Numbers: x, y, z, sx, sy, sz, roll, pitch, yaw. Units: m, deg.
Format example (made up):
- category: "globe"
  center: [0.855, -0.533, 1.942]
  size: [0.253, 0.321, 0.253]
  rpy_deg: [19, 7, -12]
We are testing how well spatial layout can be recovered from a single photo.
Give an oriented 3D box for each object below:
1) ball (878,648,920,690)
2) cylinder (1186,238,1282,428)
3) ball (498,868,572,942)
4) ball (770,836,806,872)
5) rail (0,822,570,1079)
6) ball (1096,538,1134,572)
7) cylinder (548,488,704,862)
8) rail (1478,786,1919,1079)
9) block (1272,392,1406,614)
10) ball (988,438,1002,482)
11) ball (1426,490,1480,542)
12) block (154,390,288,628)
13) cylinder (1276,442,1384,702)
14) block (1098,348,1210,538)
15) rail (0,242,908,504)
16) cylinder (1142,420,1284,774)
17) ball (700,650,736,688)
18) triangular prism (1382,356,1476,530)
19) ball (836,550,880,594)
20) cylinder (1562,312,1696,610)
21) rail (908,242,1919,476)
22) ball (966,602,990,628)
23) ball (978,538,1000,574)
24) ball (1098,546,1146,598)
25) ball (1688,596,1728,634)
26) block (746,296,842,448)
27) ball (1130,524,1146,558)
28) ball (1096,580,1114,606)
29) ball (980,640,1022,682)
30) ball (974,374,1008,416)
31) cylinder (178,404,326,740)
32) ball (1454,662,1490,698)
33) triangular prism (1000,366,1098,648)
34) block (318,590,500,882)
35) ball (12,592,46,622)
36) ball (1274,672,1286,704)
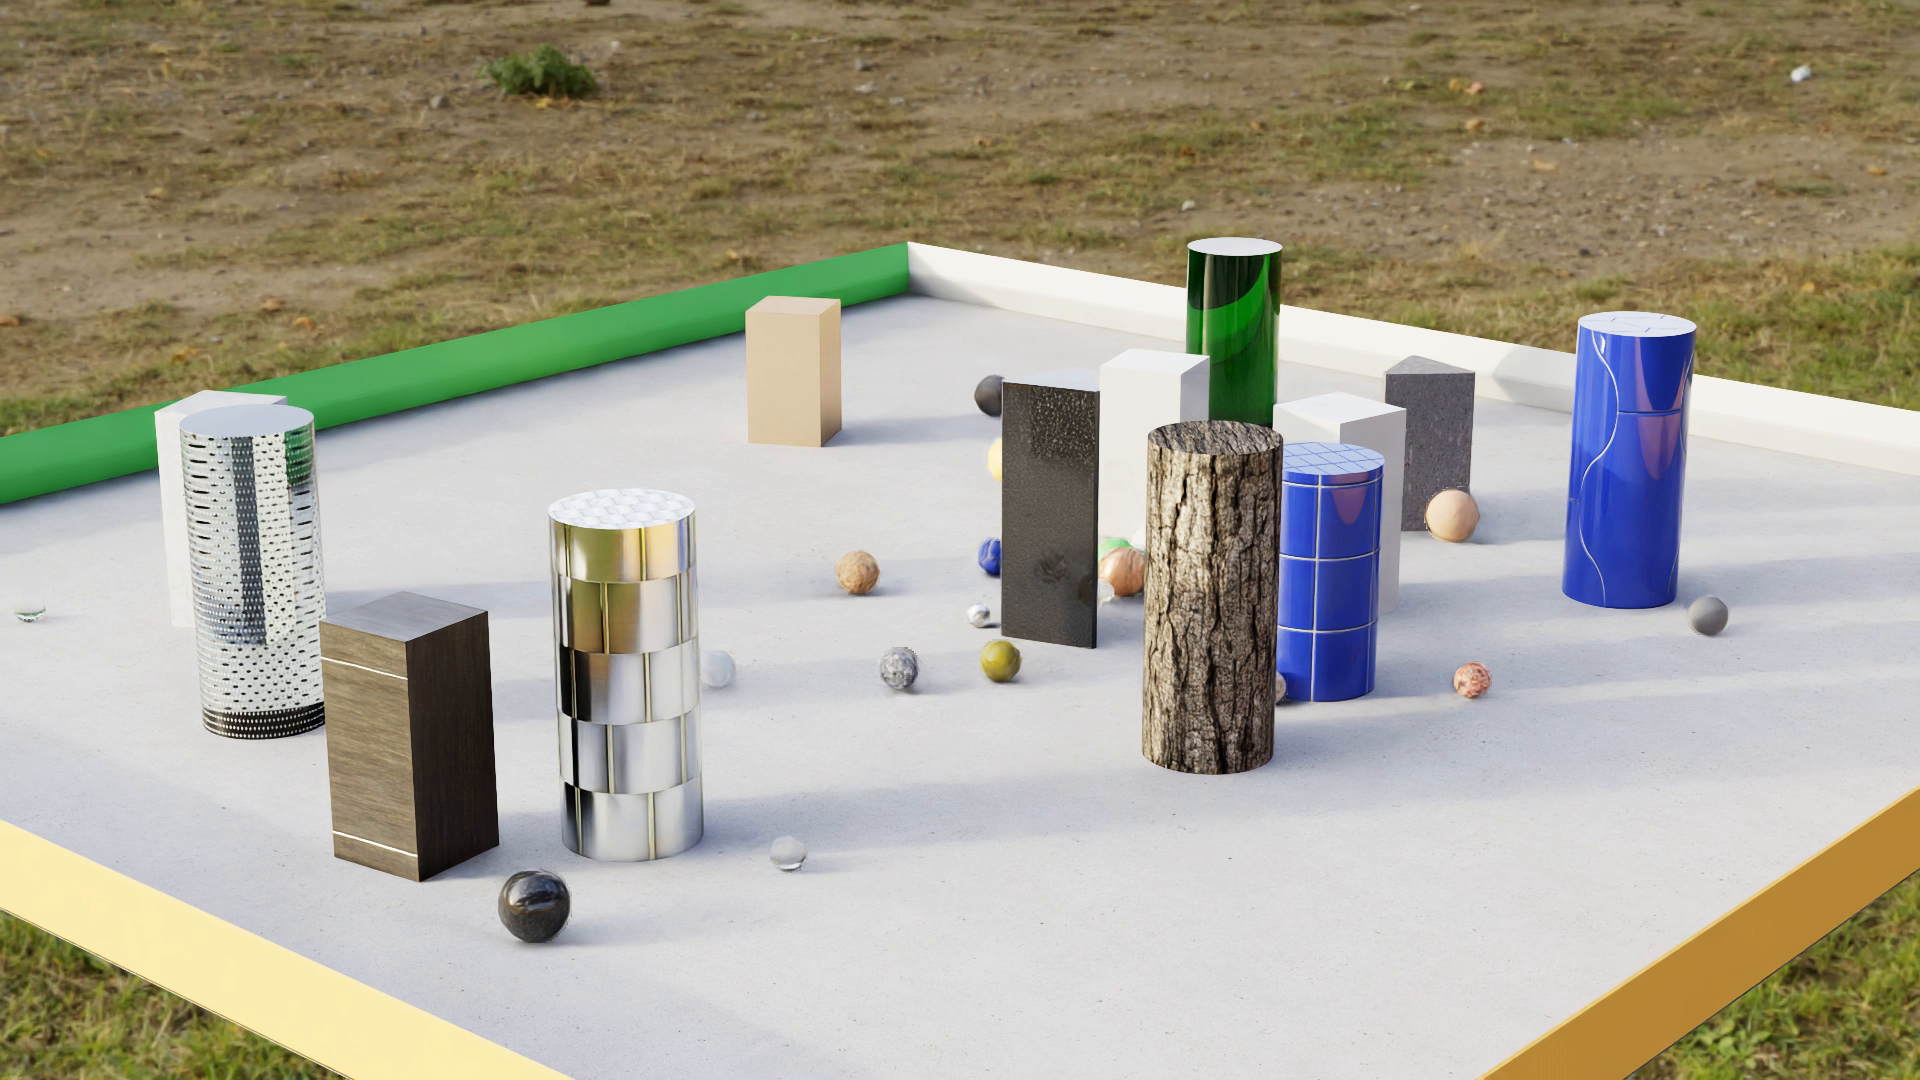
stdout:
- category: "ball"
  center: [-0.097, 0.205, 4.661]
  size: [0.065, 0.065, 0.065]
  rpy_deg: [0, 17, 0]
- category: "cylinder"
  center: [0.575, -0.426, 6.185]
  size: [0.198, 0.393, 0.198]
  rpy_deg: [0, 17, 0]
- category: "ball"
  center: [-0.544, 0.466, 3.745]
  size: [0.093, 0.093, 0.093]
  rpy_deg: [0, 17, 0]
- category: "ball"
  center: [-0.233, 0.424, 3.960]
  size: [0.049, 0.049, 0.049]
  rpy_deg: [0, 17, 0]
- category: "rail"
  center: [-1.194, 0.429, 3.803]
  size: [3.562, 0.128, 0.045]
  rpy_deg: [14, 22, 39]
- category: "ball"
  center: [0.277, 0.036, 5.195]
  size: [0.079, 0.079, 0.079]
  rpy_deg: [0, 17, 0]
- category: "cylinder"
  center: [-0.456, 0.184, 4.021]
  size: [0.198, 0.474, 0.198]
  rpy_deg: [0, 17, 0]
- category: "rail"
  center: [1.327, 0.365, 4.017]
  size: [0.045, 0.128, 3.689]
  rpy_deg: [14, 22, 39]
- category: "block"
  center: [0.643, -0.054, 5.014]
  size: [0.158, 0.357, 0.158]
  rpy_deg: [-13, 21, -36]
- category: "ball"
  center: [0.103, -0.158, 5.804]
  size: [0.099, 0.099, 0.099]
  rpy_deg: [0, 17, 0]
- category: "ball"
  center: [0.914, -0.046, 5.437]
  size: [0.097, 0.097, 0.097]
  rpy_deg: [0, 17, 0]
- category: "block"
  center: [-1.238, -0.049, 4.968]
  size: [0.158, 0.373, 0.158]
  rpy_deg: [5, 17, 16]
- category: "cylinder"
  center: [0.566, 0.049, 4.645]
  size: [0.198, 0.371, 0.198]
  rpy_deg: [0, 17, 0]
- category: "block"
  center: [0.362, -0.177, 5.482]
  size: [0.158, 0.323, 0.158]
  rpy_deg: [7, 18, 23]
- category: "rail"
  center: [-1.327, -0.300, 6.223]
  size: [0.045, 0.128, 3.689]
  rpy_deg: [14, 22, 39]
- category: "cylinder"
  center: [0.371, 0.084, 4.332]
  size: [0.198, 0.487, 0.198]
  rpy_deg: [0, 17, 0]
- category: "ball"
  center: [-0.386, 0.205, 4.665]
  size: [0.061, 0.061, 0.061]
  rpy_deg: [0, 17, 0]
- category: "triangular prism"
  center: [0.865, -0.185, 5.539]
  size: [0.171, 0.304, 0.148]
  rpy_deg: [-1, 17, -3]
- category: "ball"
  center: [-0.179, 0.056, 5.136]
  size: [0.076, 0.076, 0.076]
  rpy_deg: [0, 17, 0]
- category: "cylinder"
  center: [1.157, -0.139, 5.080]
  size: [0.198, 0.481, 0.198]
  rpy_deg: [0, 17, 0]
- category: "rail"
  center: [1.194, -0.365, 6.436]
  size: [3.562, 0.128, 0.045]
  rpy_deg: [14, 22, 39]
- category: "ball"
  center: [0.032, 0.127, 4.961]
  size: [0.041, 0.041, 0.041]
  rpy_deg: [0, 17, 0]
- category: "ball"
  center: [0.062, 0.030, 5.244]
  size: [0.064, 0.064, 0.064]
  rpy_deg: [0, 17, 0]
- category: "ball"
  center: [0.285, 0.055, 5.113]
  size: [0.090, 0.090, 0.090]
  rpy_deg: [0, 17, 0]
- category: "ball"
  center: [1.257, 0.126, 4.921]
  size: [0.065, 0.065, 0.065]
  rpy_deg: [0, 17, 0]
- category: "block"
  center: [-0.347, -0.354, 6.140]
  size: [0.158, 0.281, 0.158]
  rpy_deg: [4, 17, 13]
- category: "ball"
  center: [0.351, 0.015, 5.239]
  size: [0.094, 0.094, 0.094]
  rpy_deg: [0, 17, 0]
- category: "ball"
  center: [0.244, 0.091, 5.072]
  size: [0.046, 0.046, 0.046]
  rpy_deg: [0, 17, 0]
- category: "ball"
  center: [0.066, 0.194, 4.696]
  size: [0.066, 0.066, 0.066]
  rpy_deg: [0, 17, 0]
- category: "ball"
  center: [0.076, -0.312, 6.333]
  size: [0.090, 0.090, 0.090]
  rpy_deg: [0, 17, 0]
- category: "cylinder"
  center: [-1.071, 0.047, 4.472]
  size: [0.198, 0.475, 0.198]
  rpy_deg: [0, 17, 0]
- category: "ball"
  center: [0.807, 0.222, 4.622]
  size: [0.055, 0.055, 0.055]
  rpy_deg: [0, 17, 0]
- category: "triangular prism"
  center: [0.176, -0.060, 4.889]
  size: [0.171, 0.439, 0.148]
  rpy_deg: [8, 18, 24]
- category: "block"
  center: [-0.746, 0.265, 3.984]
  size: [0.158, 0.341, 0.158]
  rpy_deg: [11, 20, 32]
- category: "ball"
  center: [-1.581, 0.114, 4.982]
  size: [0.054, 0.054, 0.054]
  rpy_deg: [0, 17, 0]
- category: "ball"
  center: [0.483, 0.230, 4.591]
  size: [0.057, 0.057, 0.057]
  rpy_deg: [0, 17, 0]
